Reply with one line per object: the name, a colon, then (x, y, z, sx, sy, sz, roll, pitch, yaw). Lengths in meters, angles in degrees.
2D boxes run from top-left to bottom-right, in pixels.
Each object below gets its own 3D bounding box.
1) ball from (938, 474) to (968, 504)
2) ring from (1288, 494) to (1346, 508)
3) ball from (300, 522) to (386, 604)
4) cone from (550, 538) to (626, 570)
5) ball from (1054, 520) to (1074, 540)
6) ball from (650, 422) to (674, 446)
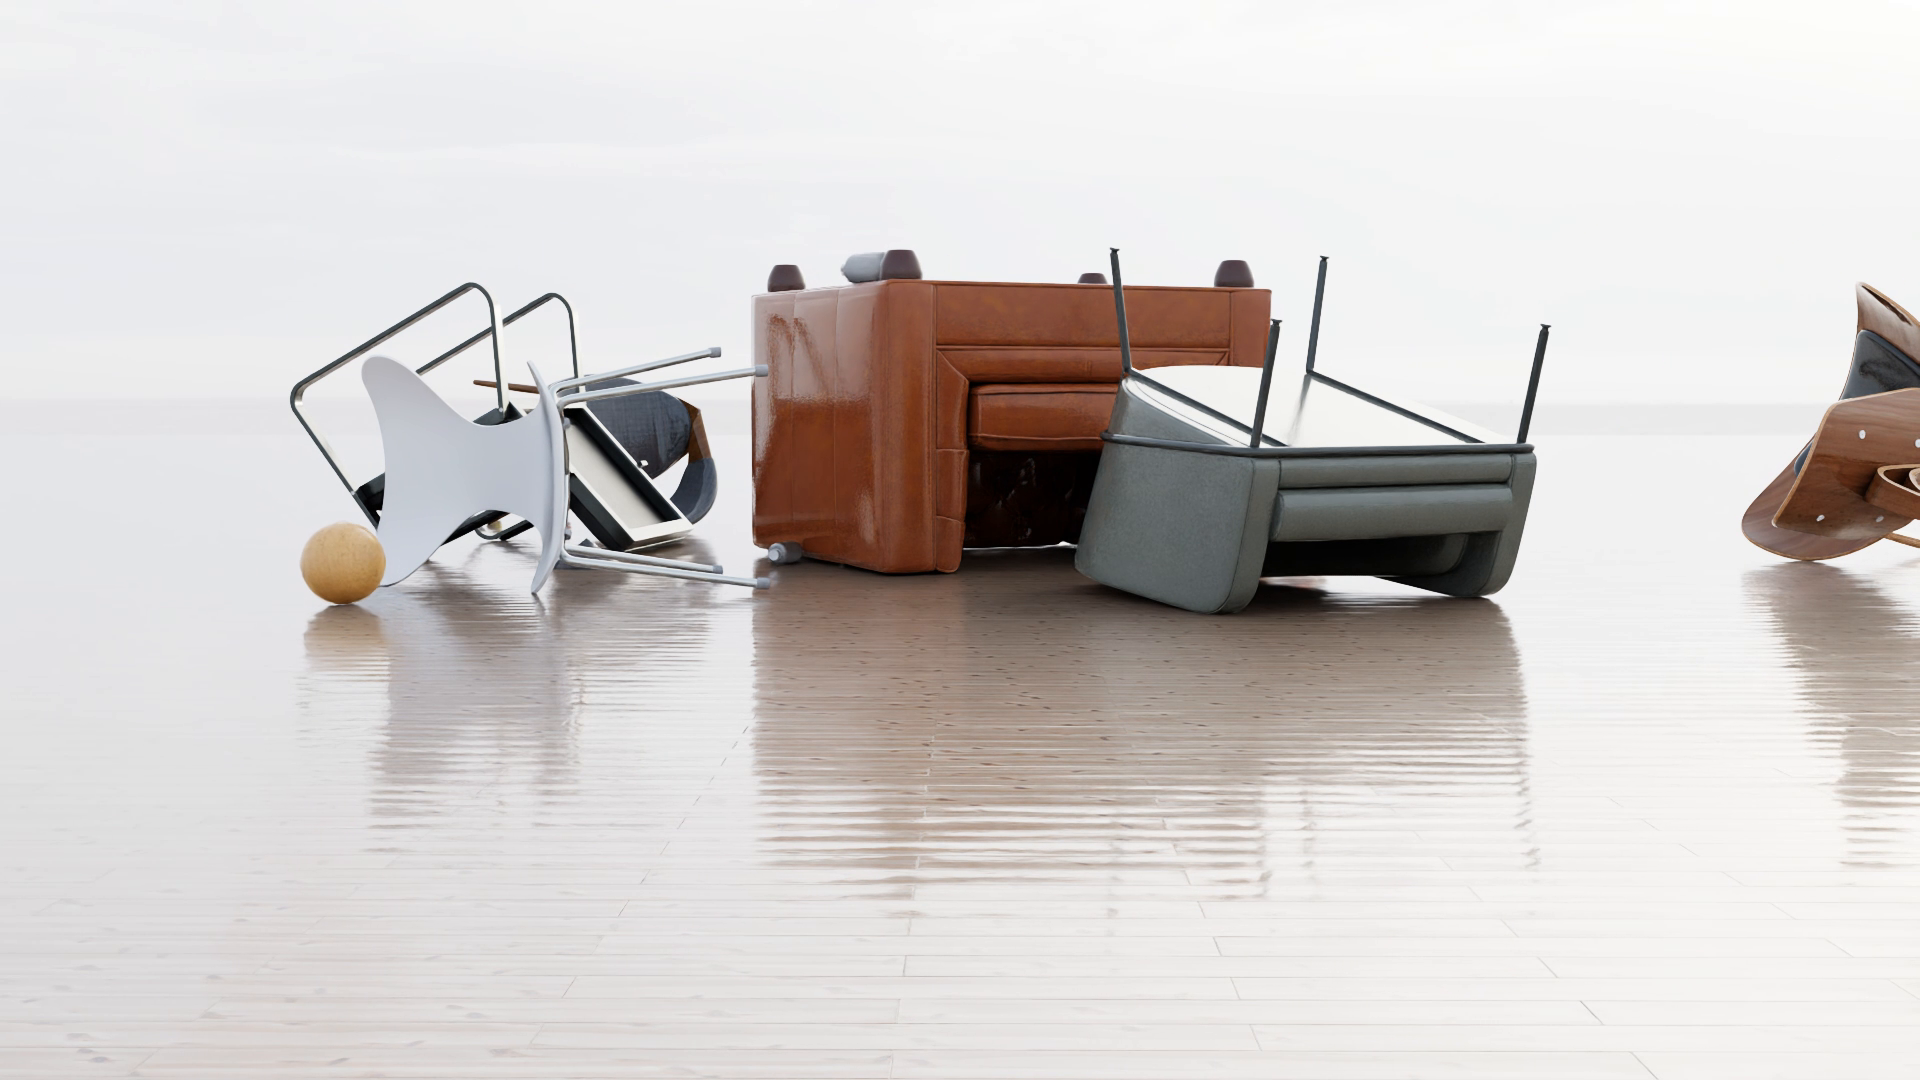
ball: (-0.027, -0.196, 8.565, 0.115, 0.115, 0.115, 0, 4, 0)
ring: (1.366, -0.151, 8.399, 0.259, 0.048, 0.142, -3, 6, -30)
ball: (-1.291, 0.048, 4.600, 0.172, 0.172, 0.172, 0, 4, 0)
cone: (-0.940, 0.032, 5.542, 0.190, 0.074, 0.194, 3, 5, 34)
ball: (0.311, -0.031, 6.560, 0.060, 0.060, 0.060, 0, 4, 0)
ball: (-2.344, -0.835, 17.277, 0.197, 0.197, 0.197, 0, 4, 0)
